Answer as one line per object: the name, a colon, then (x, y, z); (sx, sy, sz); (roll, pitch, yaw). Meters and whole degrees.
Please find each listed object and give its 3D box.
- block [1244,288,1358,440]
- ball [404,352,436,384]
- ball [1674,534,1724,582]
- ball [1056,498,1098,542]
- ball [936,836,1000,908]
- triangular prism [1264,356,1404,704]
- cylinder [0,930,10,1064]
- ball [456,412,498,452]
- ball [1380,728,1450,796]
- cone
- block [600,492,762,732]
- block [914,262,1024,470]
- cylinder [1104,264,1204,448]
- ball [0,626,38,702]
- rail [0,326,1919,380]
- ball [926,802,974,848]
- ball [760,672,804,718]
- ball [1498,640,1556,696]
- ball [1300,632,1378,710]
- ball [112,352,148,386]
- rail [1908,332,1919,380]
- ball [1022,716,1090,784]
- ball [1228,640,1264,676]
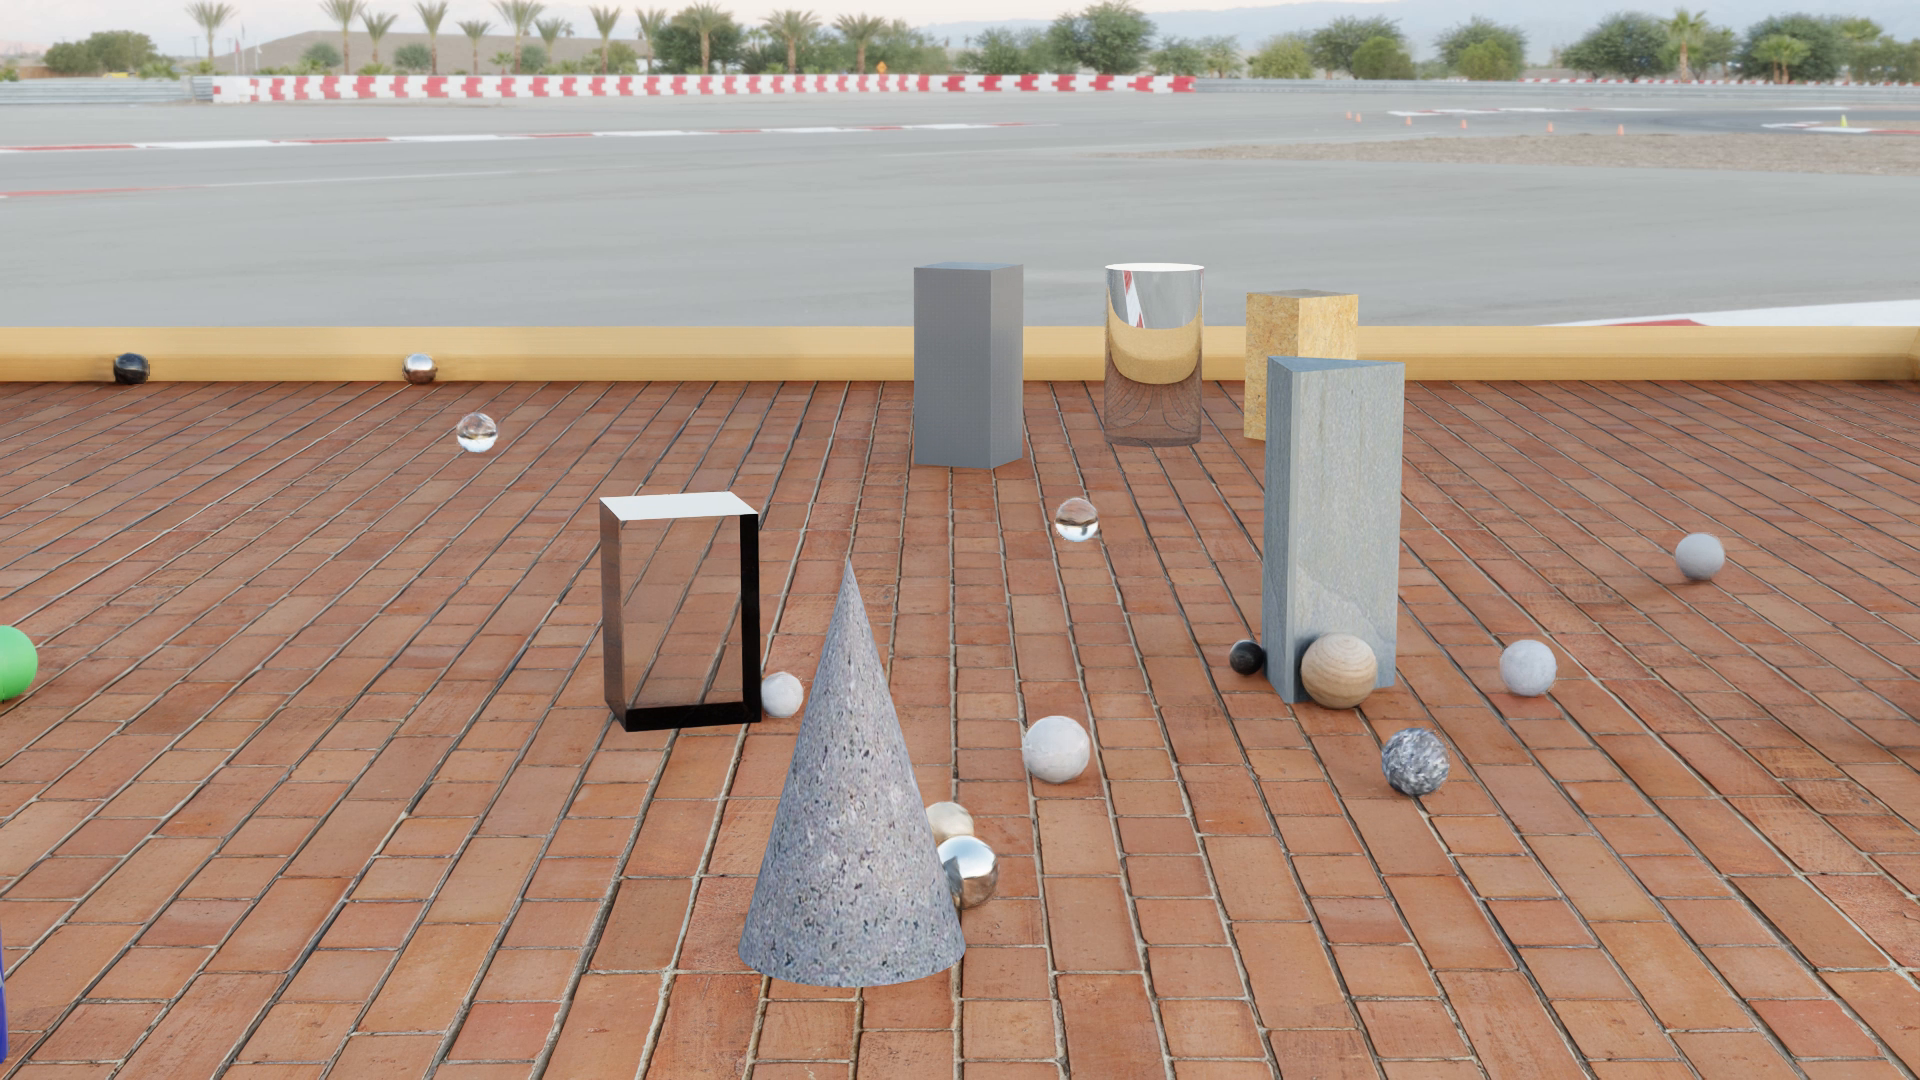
block: (0.665, -0.339, 5.010); (0.152, 0.283, 0.152); (-7, 13, -34)
ball: (-1.233, -0.391, 5.862); (0.074, 0.074, 0.074); (0, 11, 0)
ball: (1.051, 0.025, 3.645); (0.068, 0.068, 0.068); (0, 11, 0)
ball: (0.180, -0.031, 3.945); (0.067, 0.067, 0.067); (0, 11, 0)
ball: (0.003, 0.290, 2.236); (0.063, 0.063, 0.063); (0, 11, 0)
triangular prism: (0.407, -0.020, 3.021); (0.165, 0.383, 0.143); (-7, 13, -33)
cylinder: (-0.801, 0.197, 1.854); (0.190, 0.386, 0.190); (0, 11, 0)
ball: (-0.911, -0.202, 4.841); (0.075, 0.075, 0.075); (0, 11, 0)
ball: (0.458, 0.223, 2.580); (0.068, 0.068, 0.068); (0, 11, 0)
cone: (-0.090, 0.176, 2.110); (0.190, 0.332, 0.190); (0, 11, 0)
block: (-0.317, 0.078, 2.896); (0.152, 0.237, 0.152); (-3, 11, -16)
block: (0.017, -0.324, 4.718); (0.152, 0.360, 0.152); (5, 12, 24)
cylinder: (0.375, -0.361, 4.978); (0.190, 0.337, 0.190); (0, 11, 0)
ball: (-1.110, 0.142, 2.957); (0.088, 0.088, 0.088); (0, 11, 0)
rail: (-0.014, -0.428, 5.916); (4.483, 0.123, 0.045); (0, 11, 0)
ball: (-0.014, 0.269, 2.371); (0.054, 0.054, 0.054); (0, 11, 0)
ball: (-0.201, 0.174, 2.887); (0.051, 0.051, 0.051); (0, 11, 0)
ball: (0.660, 0.149, 2.984); (0.066, 0.066, 0.066); (0, 11, 0)
ball: (0.432, 0.149, 2.923); (0.088, 0.088, 0.088); (0, 11, 0)
ball: (-1.895, -0.391, 5.858); (0.075, 0.075, 0.075); (0, 11, 0)
rail: (2.218, 0.029, 3.462); (0.045, 0.123, 5.066); (0, 11, 0)
ball: (0.099, 0.214, 2.623); (0.070, 0.070, 0.070); (0, 11, 0)
ball: (0.344, 0.142, 3.087); (0.042, 0.042, 0.042); (0, 11, 0)
